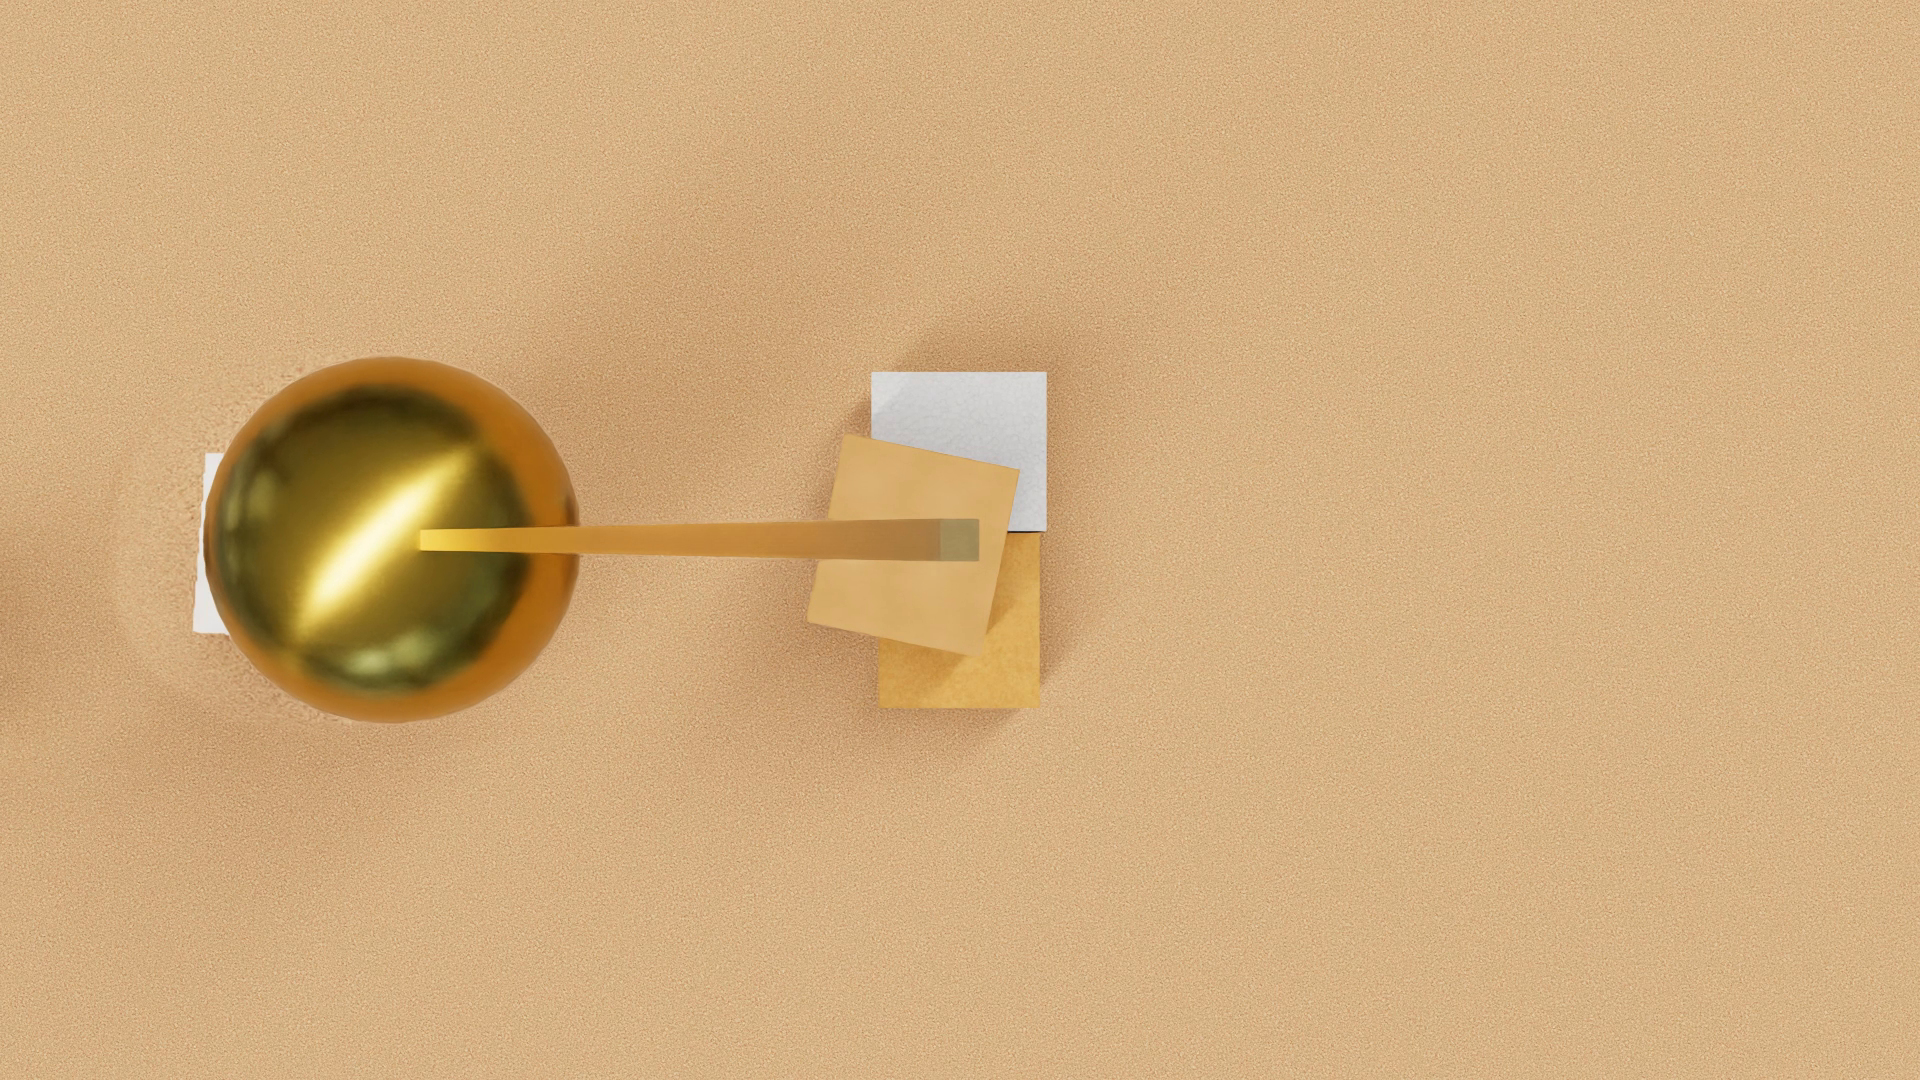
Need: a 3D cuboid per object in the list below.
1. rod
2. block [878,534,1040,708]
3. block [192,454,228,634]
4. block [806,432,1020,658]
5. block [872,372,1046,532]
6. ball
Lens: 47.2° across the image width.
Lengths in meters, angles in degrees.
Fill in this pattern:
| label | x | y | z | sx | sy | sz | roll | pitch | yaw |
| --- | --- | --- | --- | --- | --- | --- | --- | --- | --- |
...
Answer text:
| label | x | y | z | sx | sy | sz | roll | pitch | yaw |
| --- | --- | --- | --- | --- | --- | --- | --- | --- | --- |
| rod | -1.064 | 0.000 | 6.467 | 0.080 | 5.200 | 0.080 | 0 | 90 | -24 |
| block | -0.005 | 0.440 | 12.516 | 0.881 | 0.967 | 0.956 | 0 | 90 | 0 |
| block | -3.795 | 0.044 | 12.583 | 0.830 | 0.834 | 0.992 | 4 | 90 | 0 |
| block | -0.237 | 0.010 | 11.550 | 0.902 | 0.923 | 0.971 | 12 | 92 | 0 |
| block | -0.006 | -0.483 | 12.505 | 0.956 | 0.990 | 0.869 | 0 | 90 | 0 |
| ball | -2.455 | 0.000 | 9.570 | 1.600 | 1.600 | 1.600 | 0 | 90 | 0 |
